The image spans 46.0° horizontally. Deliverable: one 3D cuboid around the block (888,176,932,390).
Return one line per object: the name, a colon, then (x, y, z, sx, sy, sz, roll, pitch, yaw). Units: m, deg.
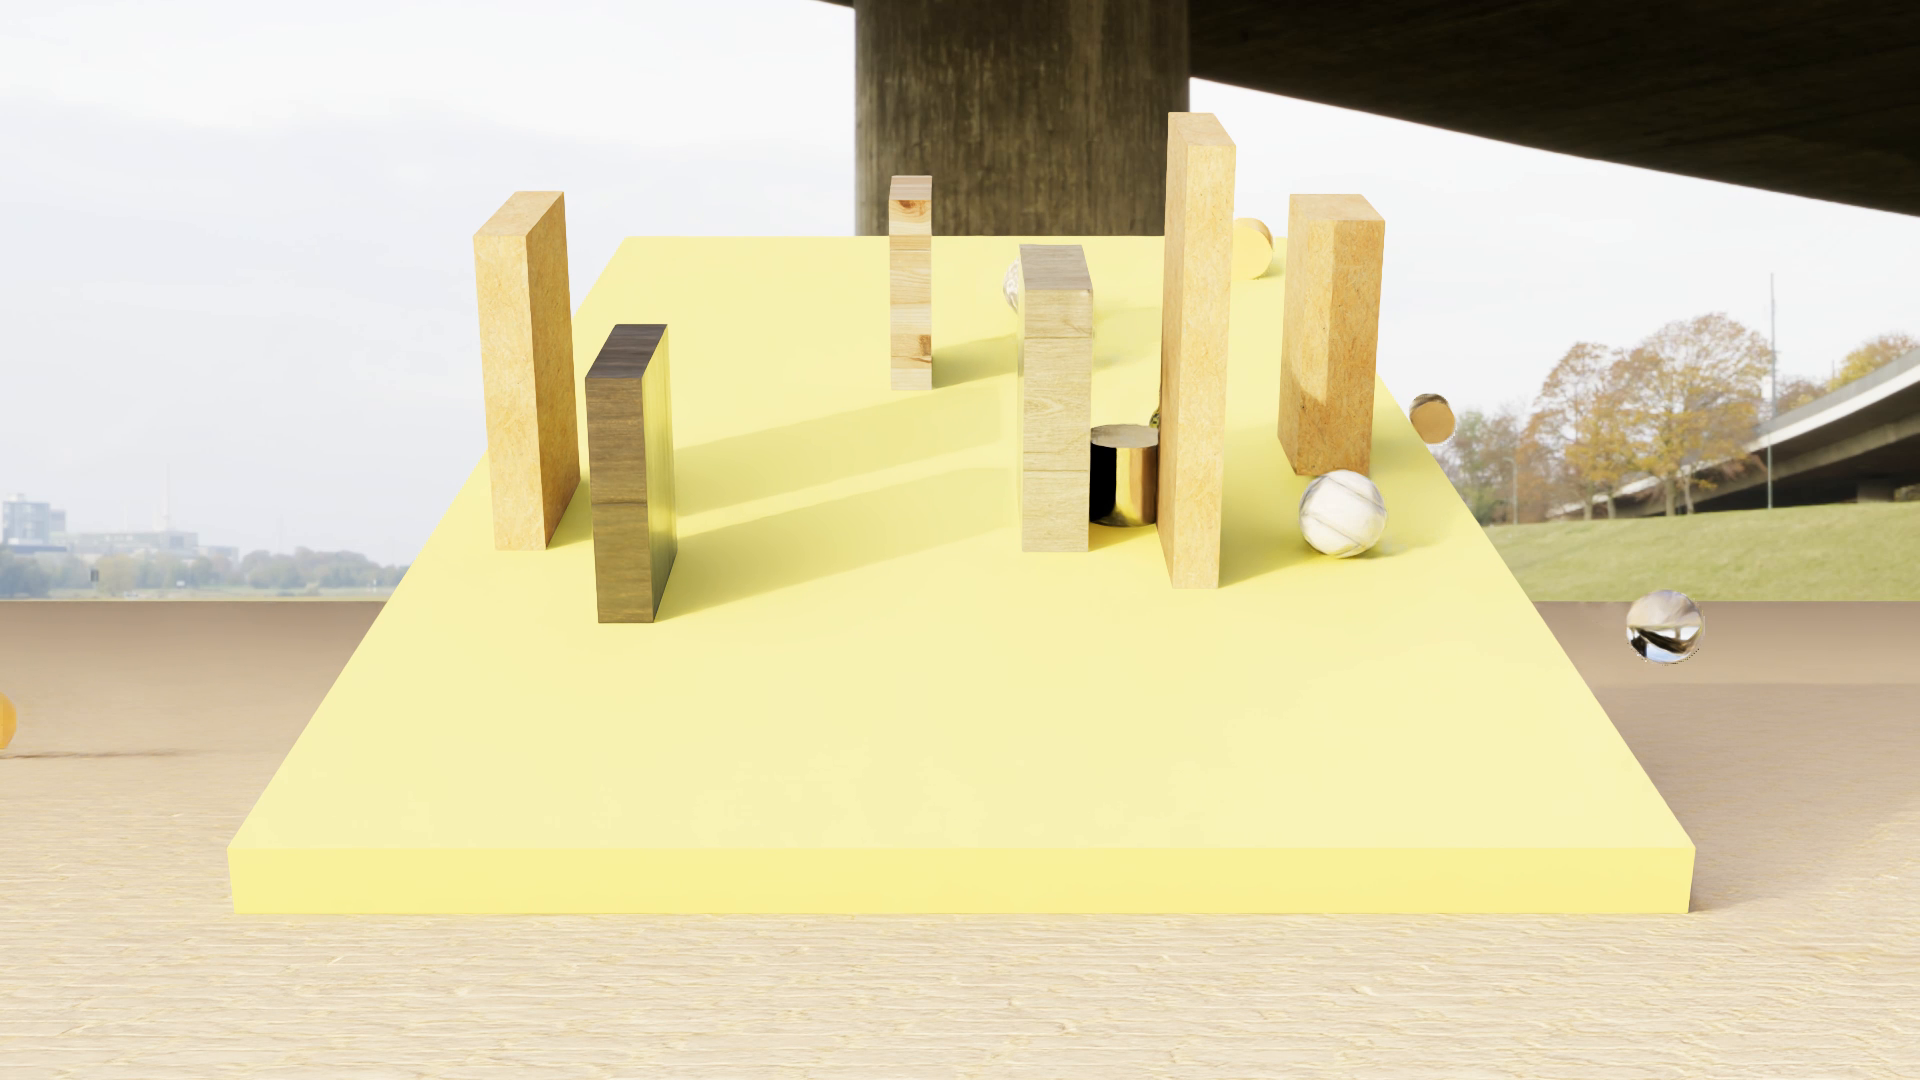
block: (-0.114, -0.605, 5.297, 0.094, 0.445, 0.294, 0, 20, 0)

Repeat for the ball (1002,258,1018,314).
ball: (0.203, -0.653, 5.823, 0.184, 0.184, 0.184, 0, -1, 0)

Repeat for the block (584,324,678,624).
block: (-0.571, -0.123, 3.955, 0.094, 0.433, 0.366, 0, 20, 0)

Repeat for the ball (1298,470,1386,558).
ball: (0.703, -0.049, 4.159, 0.161, 0.161, 0.161, 0, -1, 0)

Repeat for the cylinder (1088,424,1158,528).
cylinder: (0.317, -0.125, 4.374, 0.160, 0.160, 0.160, 0, 20, 0)

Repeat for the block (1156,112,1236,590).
block: (0.418, -0.343, 4.051, 0.081, 0.787, 0.356, 0, 20, 0)

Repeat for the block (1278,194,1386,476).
block: (0.763, -0.427, 4.672, 0.150, 0.529, 0.280, 0, 20, 0)

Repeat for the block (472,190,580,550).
block: (-0.817, -0.330, 4.299, 0.093, 0.592, 0.422, 0, 20, 0)

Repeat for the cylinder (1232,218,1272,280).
cylinder: (0.802, -0.820, 6.347, 0.148, 0.148, 0.148, 0, 19, 10)

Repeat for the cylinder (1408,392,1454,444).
cylinder: (1.205, -0.312, 5.781, 0.110, 0.110, 0.110, 0, 16, 8)

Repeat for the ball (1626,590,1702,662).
ball: (1.199, 0.146, 3.848, 0.125, 0.125, 0.125, 0, -1, 0)

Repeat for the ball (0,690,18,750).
ball: (-2.628, 0.486, 6.046, 0.199, 0.199, 0.199, 0, -1, 0)

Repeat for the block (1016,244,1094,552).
block: (0.176, -0.276, 4.293, 0.122, 0.497, 0.385, 0, 20, 0)

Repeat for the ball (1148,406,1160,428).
ball: (0.458, -0.226, 4.694, 0.136, 0.136, 0.136, 0, -1, 0)

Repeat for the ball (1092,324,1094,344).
ball: (0.237, -0.491, 5.391, 0.168, 0.168, 0.168, 0, -1, 0)

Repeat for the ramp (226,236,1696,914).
ramp: (-0.005, -0.203, 4.979, 2.000, 0.100, 4.000, 0, 20, 0)
